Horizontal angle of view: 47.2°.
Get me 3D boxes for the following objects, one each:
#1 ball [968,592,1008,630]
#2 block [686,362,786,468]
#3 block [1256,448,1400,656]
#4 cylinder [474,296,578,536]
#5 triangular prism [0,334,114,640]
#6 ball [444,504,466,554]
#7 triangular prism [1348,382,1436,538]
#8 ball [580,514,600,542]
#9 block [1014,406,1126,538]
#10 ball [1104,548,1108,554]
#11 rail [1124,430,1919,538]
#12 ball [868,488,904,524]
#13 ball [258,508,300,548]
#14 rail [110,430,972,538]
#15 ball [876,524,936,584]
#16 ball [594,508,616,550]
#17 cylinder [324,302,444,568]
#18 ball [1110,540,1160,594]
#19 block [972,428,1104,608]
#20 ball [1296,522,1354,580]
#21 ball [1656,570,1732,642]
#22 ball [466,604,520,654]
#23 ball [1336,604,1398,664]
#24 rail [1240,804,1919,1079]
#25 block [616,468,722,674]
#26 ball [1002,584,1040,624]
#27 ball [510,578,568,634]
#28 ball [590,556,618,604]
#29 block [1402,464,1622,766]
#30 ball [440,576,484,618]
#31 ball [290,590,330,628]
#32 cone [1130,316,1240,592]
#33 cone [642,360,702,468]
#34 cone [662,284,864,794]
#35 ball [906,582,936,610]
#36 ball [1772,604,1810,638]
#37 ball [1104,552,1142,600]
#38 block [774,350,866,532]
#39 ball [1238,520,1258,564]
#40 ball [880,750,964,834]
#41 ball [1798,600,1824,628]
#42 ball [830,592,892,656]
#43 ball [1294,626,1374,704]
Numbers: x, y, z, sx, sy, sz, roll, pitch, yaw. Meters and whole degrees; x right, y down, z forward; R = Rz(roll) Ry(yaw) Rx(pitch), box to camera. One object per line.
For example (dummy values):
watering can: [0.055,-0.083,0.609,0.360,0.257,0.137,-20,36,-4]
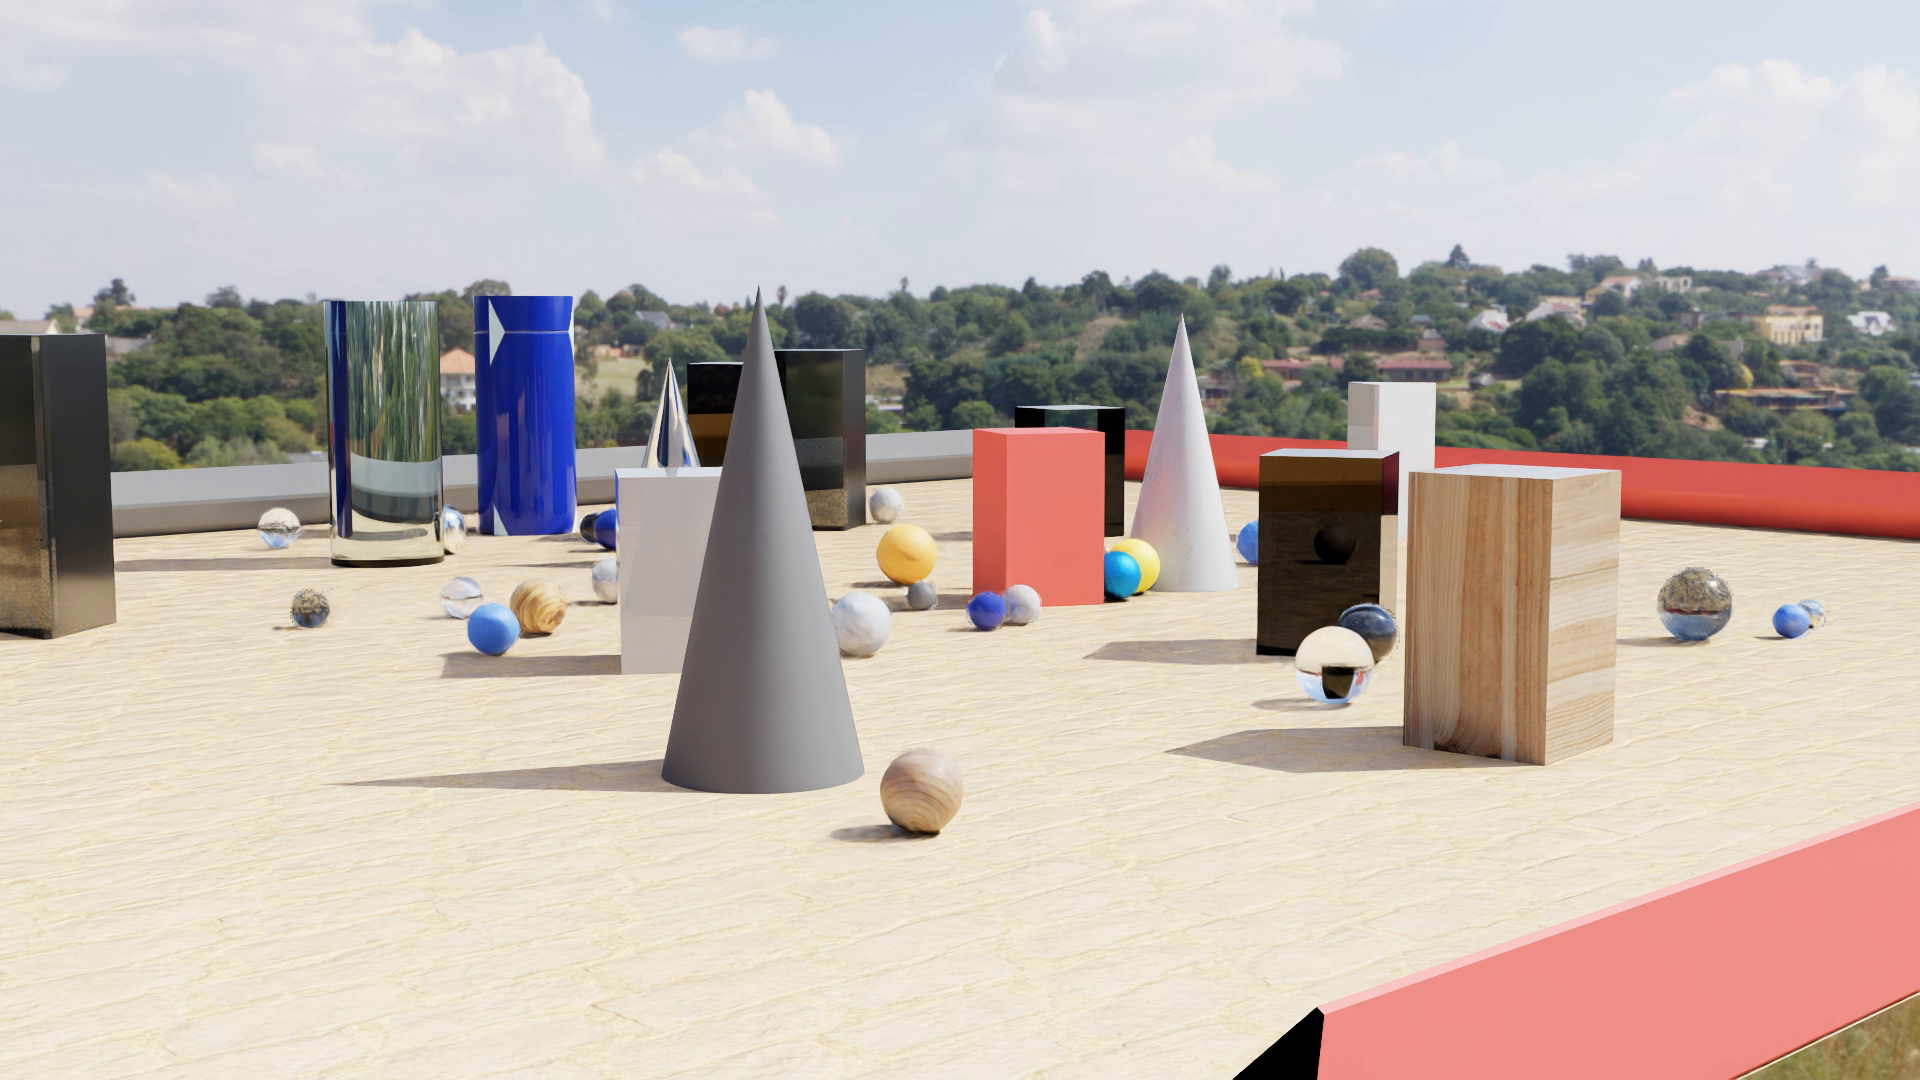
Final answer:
ball: [0.038,0.099,3.066,0.054,0.054,0.054,0,6,0]
block: [-0.437,-0.177,4.328,0.157,0.341,0.157,1,6,10]
block: [0.484,0.015,2.883,0.157,0.259,0.157,2,6,19]
cylinder: [-0.872,-0.253,4.416,0.196,0.472,0.196,0,6,0]
triangular prism: [-1.255,-0.081,3.067,0.170,0.411,0.147,5,8,39]
ball: [-0.949,-0.021,4.024,0.091,0.091,0.091,0,6,0]
triangular prism: [0.822,-0.159,4.344,0.170,0.302,0.147,-5,8,-37]
ball: [-0.699,-0.023,4.214,0.057,0.057,0.057,0,6,0]
block: [0.216,-0.136,4.353,0.157,0.253,0.157,-4,7,-31]
ball: [0.227,0.028,3.753,0.052,0.052,0.052,0,6,0]
rail: [1.473,-0.108,4.684,0.045,0.127,3.662,-5,8,-42]
ball: [-0.154,-0.071,4.593,0.075,0.075,0.075,0,6,0]
ball: [-1.278,-0.022,4.126,0.075,0.075,0.075,0,6,0]
rail: [-1.226,-0.105,4.653,4.057,0.127,0.045,-5,8,-42]
ball: [-0.087,0.023,3.576,0.098,0.098,0.098,0,6,0]
ball: [-0.642,-0.019,4.083,0.077,0.077,0.077,0,6,0]
cylinder: [-1.014,-0.190,3.878,0.196,0.459,0.196,0,6,0]
ball: [0.271,0.042,3.458,0.086,0.086,0.086,0,6,0]
block: [0.119,-0.037,3.372,0.157,0.261,0.157,-2,6,-18]
ball: [0.605,0.018,3.637,0.095,0.095,0.095,0,6,0]
ball: [0.988,0.088,2.959,0.098,0.098,0.098,0,6,0]
ball: [-0.605,0.115,2.849,0.067,0.067,0.067,0,6,0]
ball: [0.509,0.118,2.760,0.078,0.078,0.078,0,6,0]
rail: [1.226,0.171,2.011,4.057,0.127,0.045,-5,8,-42]
block: [-0.351,0.035,2.769,0.157,0.242,0.157,-1,6,-10]
ball: [0.086,0.091,3.127,0.057,0.057,0.057,0,6,0]
ball: [-0.580,0.091,3.024,0.078,0.078,0.078,0,6,0]
ball: [-0.527,0.061,3.348,0.071,0.071,0.071,0,6,0]
block: [0.565,0.070,2.250,0.157,0.281,0.157,5,8,40]
ball: [-0.722,0.083,3.187,0.060,0.060,0.060,0,6,0]
ball: [-0.912,0.097,3.088,0.052,0.052,0.052,0,6,0]
cone: [0.356,-0.147,3.550,0.196,0.442,0.196,0,6,0]
cone: [-0.506,-0.138,3.855,0.196,0.362,0.196,0,6,0]
cone: [-0.190,-0.009,2.101,0.196,0.469,0.196,0,6,0]
ball: [-0.057,0.083,3.264,0.044,0.044,0.044,0,6,0]
ball: [1.129,0.110,2.990,0.047,0.047,0.047,0,6,0]
ball: [0.241,0.055,3.383,0.075,0.075,0.075,0,6,0]
block: [-0.291,-0.208,4.512,0.157,0.363,0.157,2,6,14]
ball: [0.524,0.005,3.850,0.078,0.078,0.078,0,6,0]
ball: [-0.033,0.215,1.876,0.071,0.071,0.071,0,6,0]
ball: [1.189,0.104,3.081,0.041,0.041,0.041,0,6,0]
ball: [-0.129,0.108,2.838,0.083,0.083,0.083,0,6,0]
ball: [0.424,0.142,2.491,0.089,0.089,0.089,0,6,0]
